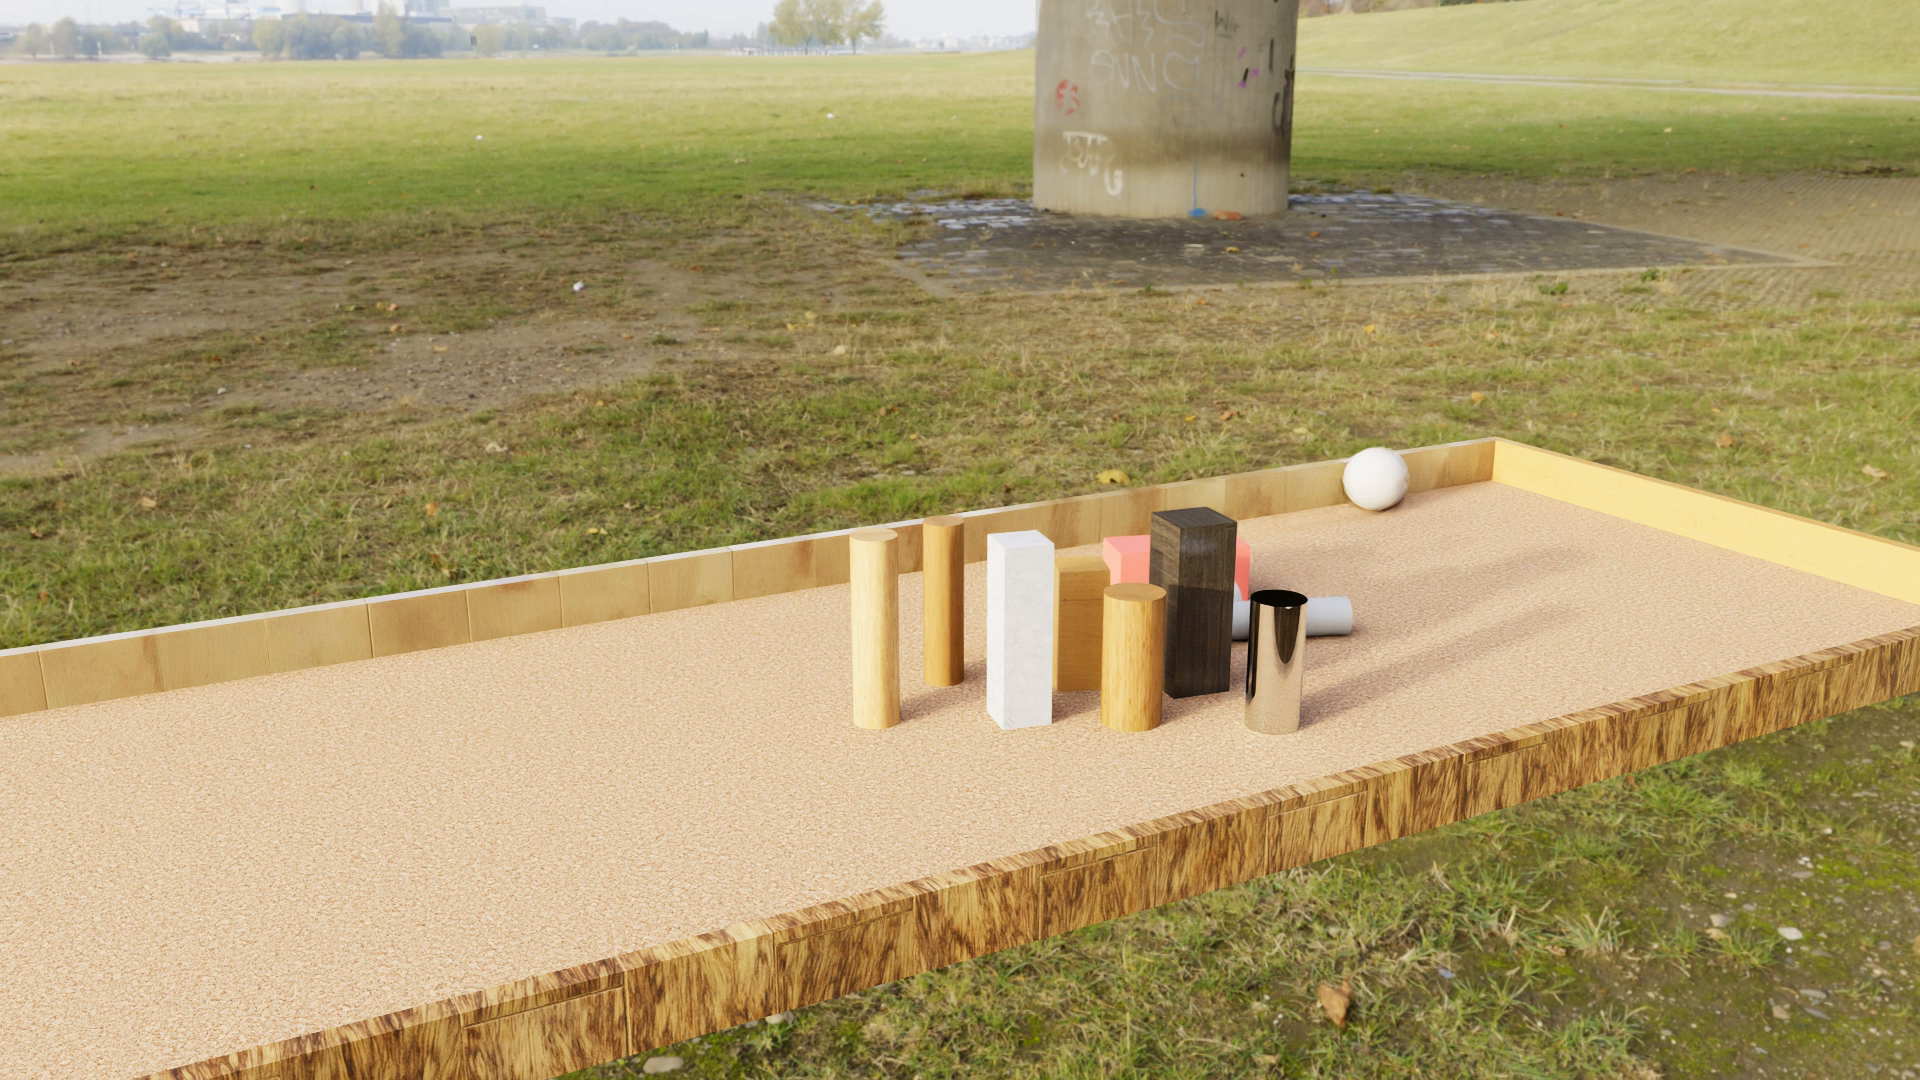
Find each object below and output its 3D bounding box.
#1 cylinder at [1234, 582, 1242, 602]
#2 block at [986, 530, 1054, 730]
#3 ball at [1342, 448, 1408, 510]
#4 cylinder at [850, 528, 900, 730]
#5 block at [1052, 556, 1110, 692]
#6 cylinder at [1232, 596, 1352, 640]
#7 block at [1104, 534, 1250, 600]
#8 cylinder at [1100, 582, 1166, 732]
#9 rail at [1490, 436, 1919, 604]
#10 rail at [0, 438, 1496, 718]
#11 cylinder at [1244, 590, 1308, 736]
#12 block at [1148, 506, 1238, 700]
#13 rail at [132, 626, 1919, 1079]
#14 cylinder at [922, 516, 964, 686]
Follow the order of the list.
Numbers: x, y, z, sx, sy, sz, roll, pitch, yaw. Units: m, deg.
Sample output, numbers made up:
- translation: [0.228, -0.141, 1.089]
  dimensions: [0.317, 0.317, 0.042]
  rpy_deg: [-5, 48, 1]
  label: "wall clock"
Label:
- translation: [0.562, 0.190, 4.494]
  dimensions: [0.407, 0.122, 0.122]
  rpy_deg: [-6, 18, -21]
  label: "cylinder"
- translation: [0.140, 0.210, 3.856]
  dimensions: [0.120, 0.442, 0.120]
  rpy_deg: [-5, 17, -17]
  label: "block"
- translation: [1.431, -0.209, 5.681]
  dimensions: [0.217, 0.217, 0.217]
  rpy_deg: [0, 16, 0]
  label: "ball"
- translation: [-0.198, 0.207, 3.839]
  dimensions: [0.111, 0.457, 0.111]
  rpy_deg: [0, 16, 0]
  label: "cylinder"
- translation: [0.297, 0.207, 4.100]
  dimensions: [0.125, 0.310, 0.125]
  rpy_deg: [-2, 16, -6]
  label: "block"
- translation: [0.858, 0.212, 4.449]
  dimensions: [0.381, 0.104, 0.104]
  rpy_deg: [-2, 17, -8]
  label: "cylinder"
- translation: [0.622, 0.086, 4.765]
  dimensions: [0.385, 0.169, 0.169]
  rpy_deg: [-3, 17, -12]
  label: "block"
- translation: [0.404, 0.273, 3.860]
  dimensions: [0.145, 0.319, 0.145]
  rpy_deg: [0, 16, 0]
  label: "cylinder"
- translation: [2.466, -0.048, 5.253]
  dimensions: [0.050, 0.150, 2.100]
  rpy_deg: [-9, 18, -27]
  label: "rail"
- translation: [-3.305, 0.497, 3.399]
  dimensions: [12.000, 0.150, 0.050]
  rpy_deg: [-9, 18, -27]
  label: "rail"
- translation: [0.734, 0.284, 3.835]
  dimensions: [0.130, 0.313, 0.130]
  rpy_deg: [0, 16, 0]
  label: "cylinder"
- translation: [0.568, 0.153, 4.064]
  dimensions: [0.153, 0.435, 0.153]
  rpy_deg: [-6, 17, -19]
  label: "block"
- translation: [-2.336, 1.006, 1.665]
  dimensions: [12.000, 0.150, 0.050]
  rpy_deg: [-9, 18, -27]
  label: "rail"
- translation: [-0.041, 0.152, 4.101]
  dimensions: [0.102, 0.415, 0.102]
  rpy_deg: [0, 16, 0]
  label: "cylinder"
